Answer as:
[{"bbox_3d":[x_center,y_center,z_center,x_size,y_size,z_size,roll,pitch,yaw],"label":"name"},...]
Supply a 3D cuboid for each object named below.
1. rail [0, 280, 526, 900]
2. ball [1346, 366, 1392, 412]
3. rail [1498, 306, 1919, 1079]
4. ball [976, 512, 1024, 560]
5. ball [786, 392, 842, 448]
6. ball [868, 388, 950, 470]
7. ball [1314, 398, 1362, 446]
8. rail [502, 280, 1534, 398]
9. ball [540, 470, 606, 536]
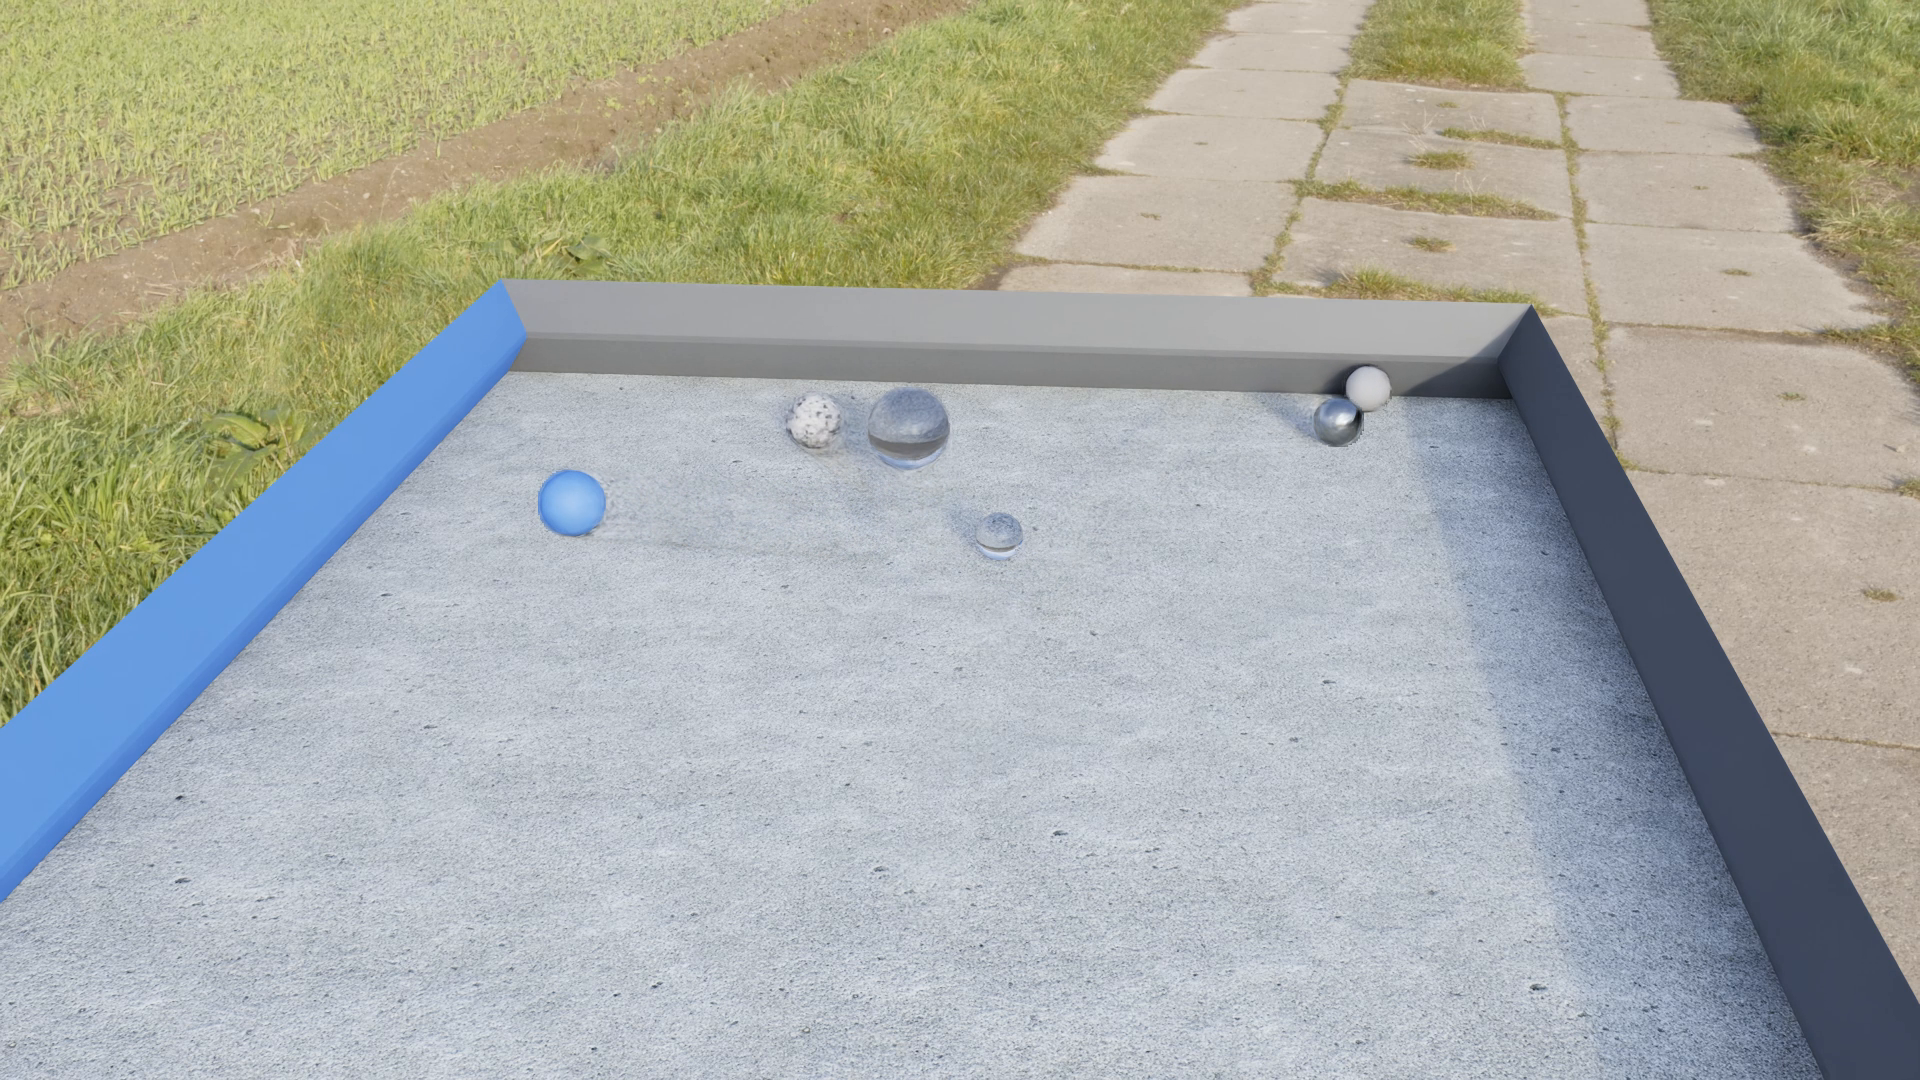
[{"bbox_3d":[-0.723,0.192,1.780,0.045,0.129,2.646,2,22,5],"label":"rail"},{"bbox_3d":[0.530,-0.196,2.857,0.059,0.059,0.059,0,22,0],"label":"ball"},{"bbox_3d":[0.601,0.237,1.666,0.045,0.129,2.646,2,22,5],"label":"rail"},{"bbox_3d":[0.043,-0.004,2.381,0.052,0.052,0.052,0,22,0],"label":"ball"},{"bbox_3d":[-0.180,-0.148,2.721,0.069,0.069,0.069,0,22,0],"label":"ball"},{"bbox_3d":[-0.062,-0.133,2.644,0.099,0.099,0.099,0,22,0],"label":"ball"},{"bbox_3d":[0.469,-0.147,2.732,0.060,0.060,0.060,0,22,0],"label":"ball"},{"bbox_3d":[0.059,-0.262,2.925,1.377,0.129,0.045,2,22,5],"label":"rail"},{"bbox_3d":[-0.431,-0.041,2.446,0.073,0.073,0.073,0,22,0],"label":"ball"}]
